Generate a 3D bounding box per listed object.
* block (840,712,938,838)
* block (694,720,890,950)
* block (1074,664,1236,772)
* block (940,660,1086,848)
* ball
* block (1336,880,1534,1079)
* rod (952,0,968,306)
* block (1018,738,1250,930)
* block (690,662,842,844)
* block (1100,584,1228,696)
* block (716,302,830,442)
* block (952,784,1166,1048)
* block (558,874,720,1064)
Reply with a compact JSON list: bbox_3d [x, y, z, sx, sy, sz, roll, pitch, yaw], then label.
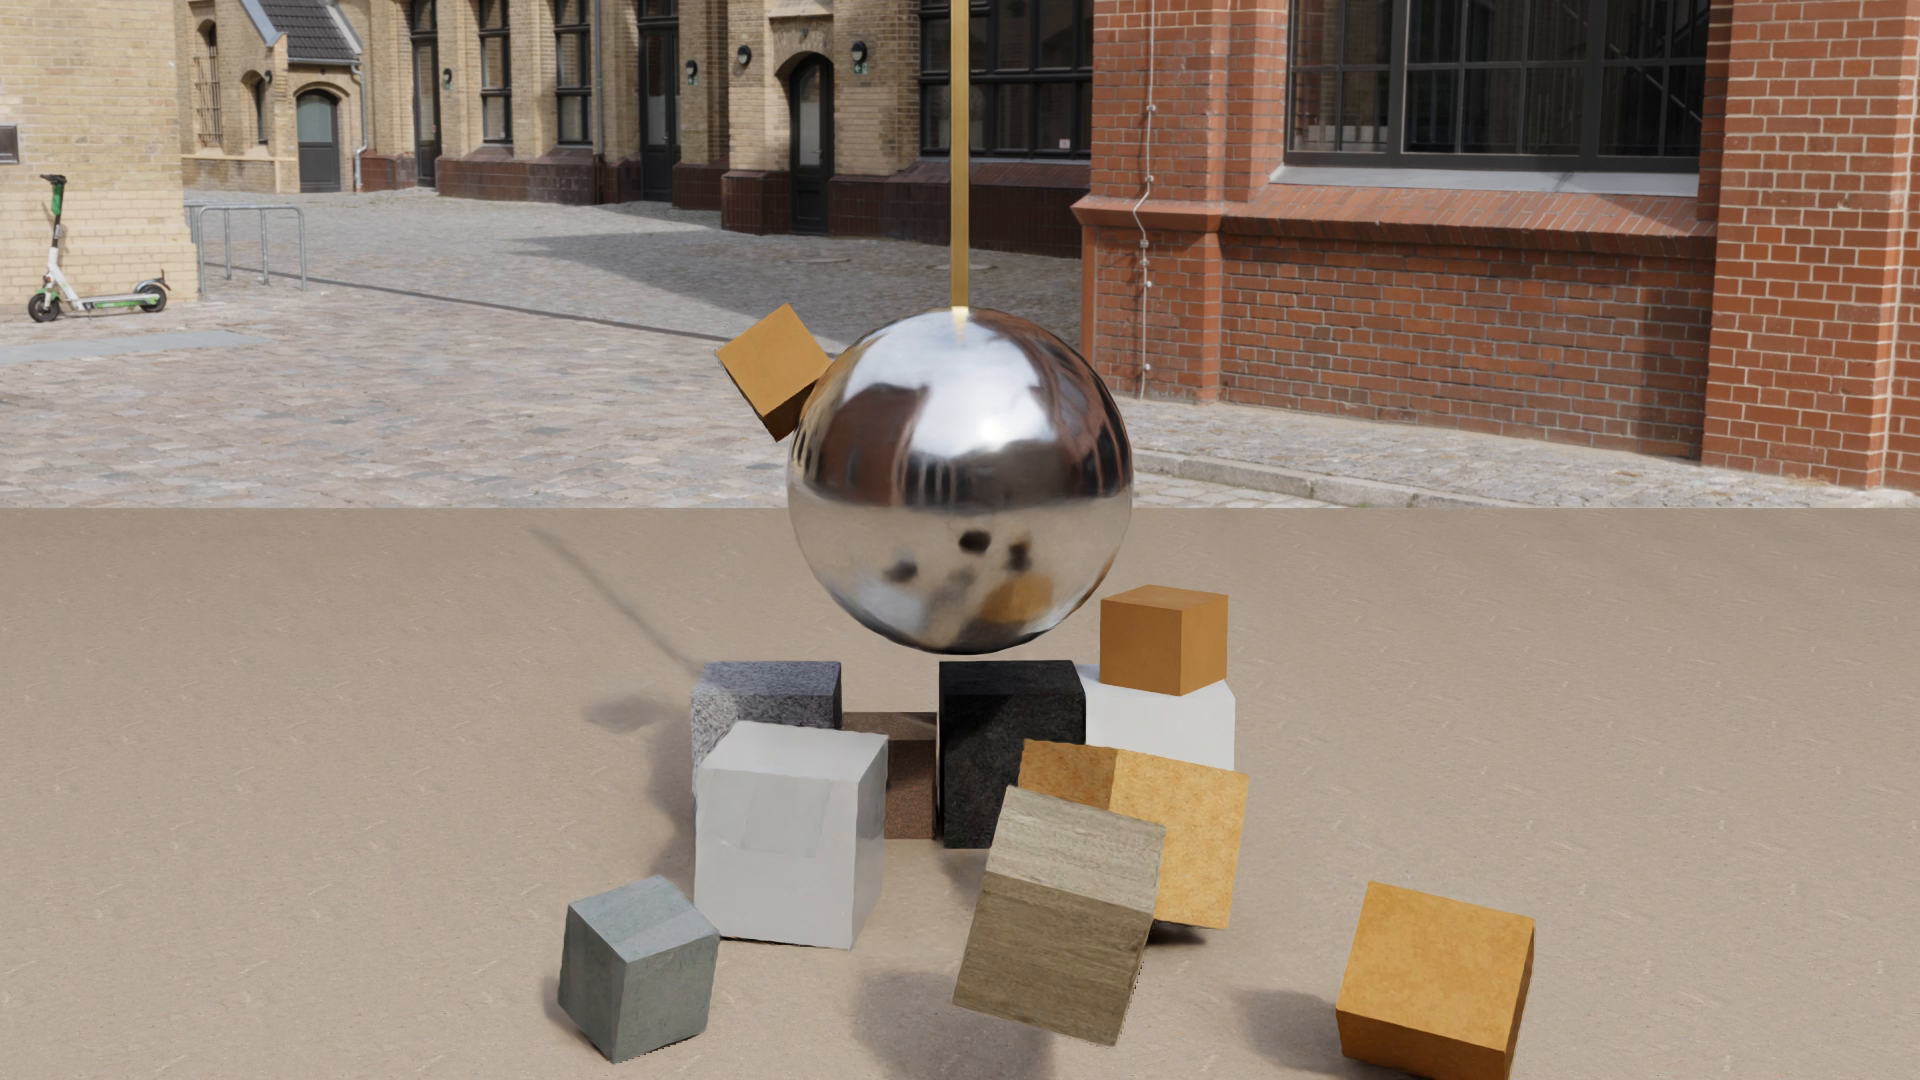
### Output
[{"bbox_3d":[-0.371,1.216,11.415,0.501,0.523,0.544,0,10,0],"label":"block"},{"bbox_3d":[-0.756,1.322,9.976,0.713,0.772,0.721,5,12,8],"label":"block"},{"bbox_3d":[0.985,1.101,11.354,0.741,0.772,0.752,0,10,-2],"label":"block"},{"bbox_3d":[0.257,1.092,11.339,0.702,0.795,0.706,0,10,-3],"label":"block"},{"bbox_3d":[0.000,-0.268,10.085,1.600,1.600,1.600,0,10,0],"label":"ball"},{"bbox_3d":[1.774,1.669,8.183,0.609,0.518,0.505,11,-29,20],"label":"block"},{"bbox_3d":[0.000,-3.668,10.060,0.080,5.200,0.080,0,0,0],"label":"rod"},{"bbox_3d":[0.728,1.295,9.715,0.749,0.682,0.676,14,-9,-33],"label":"block"},{"bbox_3d":[-0.988,1.091,11.395,0.711,0.777,0.723,0,10,0],"label":"block"},{"bbox_3d":[1.043,0.506,11.244,0.473,0.438,0.473,7,13,35],"label":"block"},{"bbox_3d":[-0.852,-0.796,10.517,0.413,0.394,0.454,-35,-12,-4],"label":"block"},{"bbox_3d":[0.356,1.329,7.815,0.590,0.583,0.559,14,26,3],"label":"block"},{"bbox_3d":[-1.264,1.679,8.632,0.430,0.483,0.421,-12,34,-39],"label":"block"}]
